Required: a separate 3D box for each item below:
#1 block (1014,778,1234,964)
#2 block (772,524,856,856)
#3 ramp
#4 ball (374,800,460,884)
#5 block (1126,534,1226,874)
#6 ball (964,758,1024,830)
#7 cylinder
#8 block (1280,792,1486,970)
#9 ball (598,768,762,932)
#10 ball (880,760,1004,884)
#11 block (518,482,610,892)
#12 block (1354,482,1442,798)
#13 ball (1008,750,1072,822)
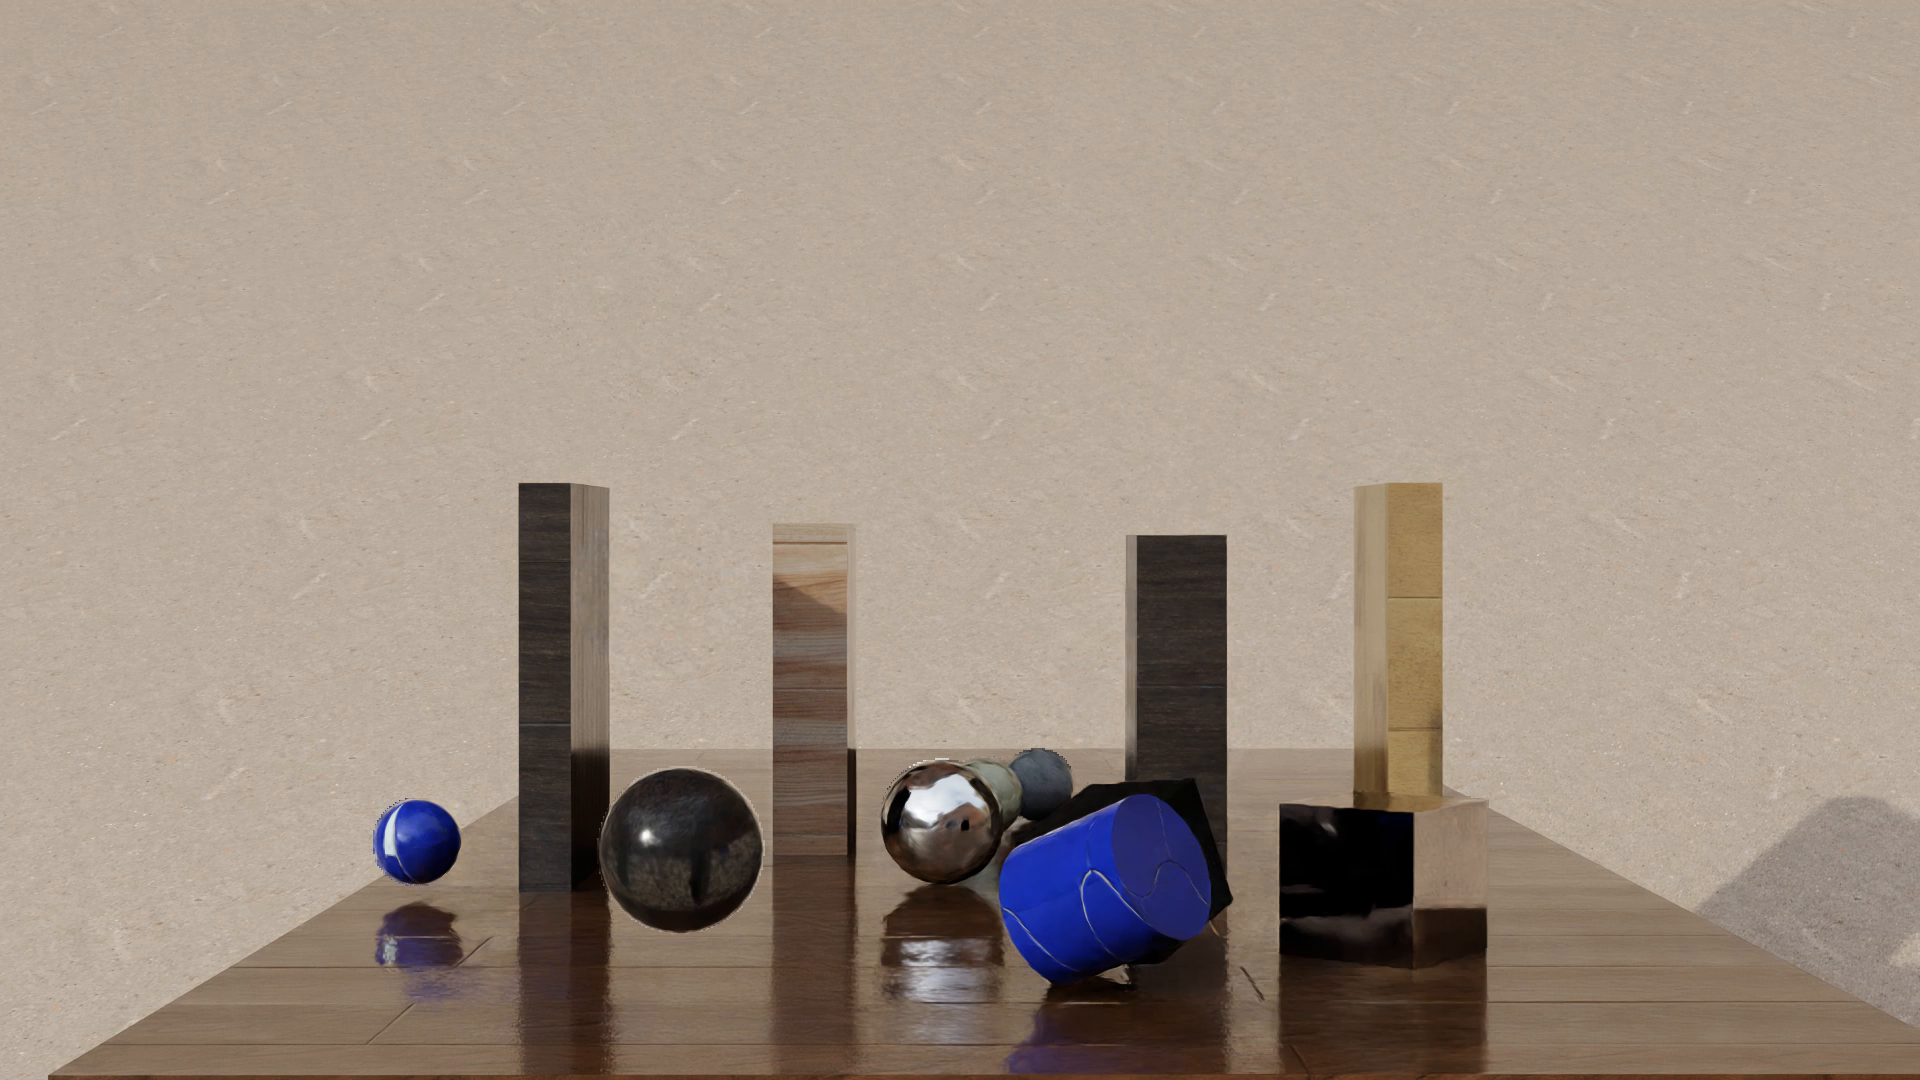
[{"bbox_3d":[0.210,0.424,3.309,0.172,0.172,0.172,-9,15,41],"label":"block"},{"bbox_3d":[-0.258,0.256,4.646,0.128,0.571,0.393,0,0,0],"label":"block"},{"bbox_3d":[0.066,0.591,4.644,2.000,0.100,4.000,0,0,0],"label":"ramp"},{"bbox_3d":[-0.834,0.465,3.980,0.130,0.130,0.130,0,30,0],"label":"ball"},{"bbox_3d":[0.354,0.267,4.266,0.144,0.550,0.266,0,0,0],"label":"block"},{"bbox_3d":[0.045,0.470,4.729,0.142,0.142,0.142,0,30,0],"label":"ball"},{"bbox_3d":[0.174,0.419,3.096,0.180,0.180,0.180,-29,12,36],"label":"cylinder"},{"bbox_3d":[0.559,0.445,3.416,0.199,0.199,0.199,0,0,39],"label":"block"},{"bbox_3d":[-0.310,0.344,2.877,0.181,0.181,0.181,0,30,0],"label":"ball"},{"bbox_3d":[-0.028,0.446,4.081,0.194,0.194,0.194,0,30,0],"label":"ball"},{"bbox_3d":[-0.640,0.227,4.206,0.081,0.631,0.445,0,0,0],"label":"block"},{"bbox_3d":[0.870,0.215,5.154,0.103,0.649,0.429,0,0,0],"label":"block"},{"bbox_3d":[0.150,0.473,4.976,0.135,0.135,0.135,0,30,0],"label":"ball"}]
